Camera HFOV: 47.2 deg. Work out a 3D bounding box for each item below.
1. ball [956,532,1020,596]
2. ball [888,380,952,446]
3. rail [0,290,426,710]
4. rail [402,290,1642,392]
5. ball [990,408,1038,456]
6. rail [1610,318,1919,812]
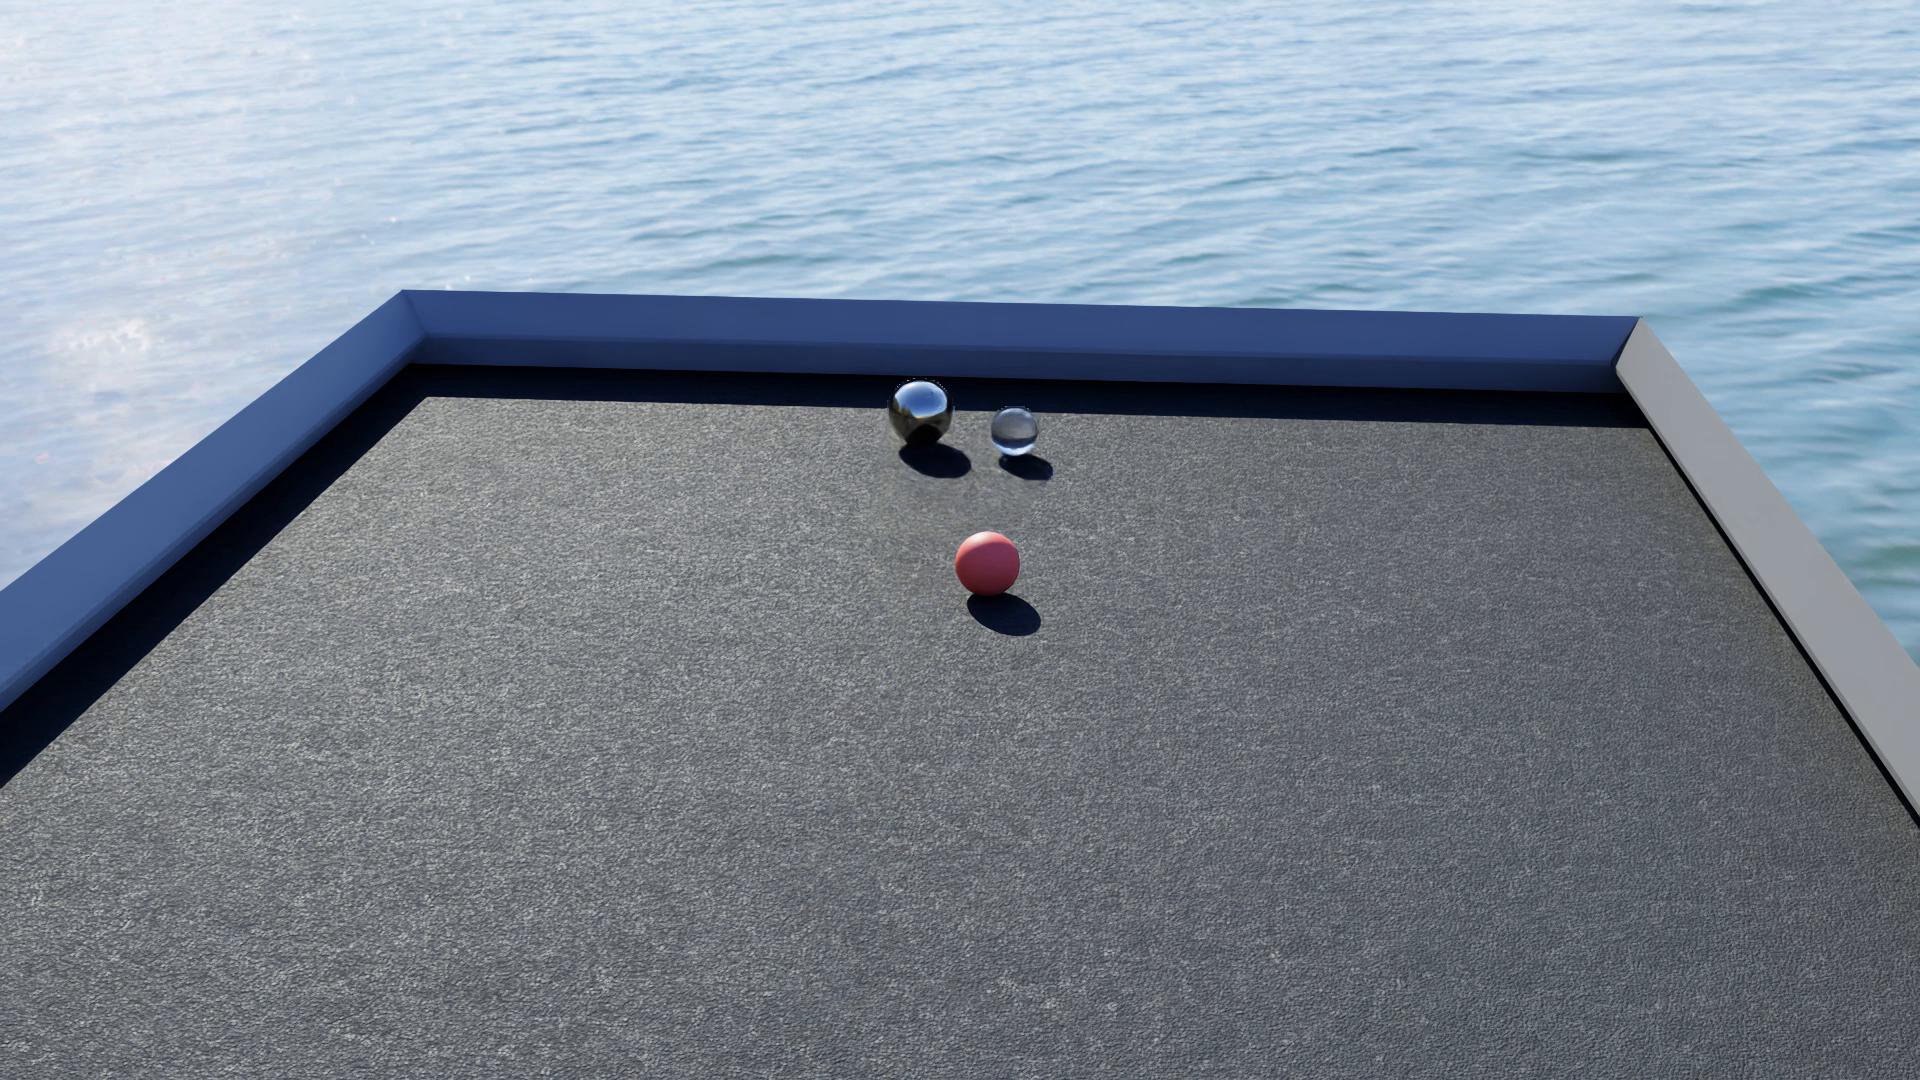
[{"bbox_3d":[0.030,0.026,2.397,0.071,0.071,0.071,0,21,0],"label":"ball"},{"bbox_3d":[-0.052,-0.167,2.892,0.085,0.085,0.085,0,21,0],"label":"ball"},{"bbox_3d":[-0.934,0.230,1.792,0.045,0.111,3.126,2,21,5],"label":"rail"},{"bbox_3d":[0.066,-0.281,3.157,1.785,0.111,0.045,2,21,5],"label":"rail"},{"bbox_3d":[0.071,-0.140,2.853,0.063,0.063,0.063,0,21,0],"label":"ball"},{"bbox_3d":[0.797,0.283,1.650,0.045,0.111,3.126,2,21,5],"label":"rail"}]
